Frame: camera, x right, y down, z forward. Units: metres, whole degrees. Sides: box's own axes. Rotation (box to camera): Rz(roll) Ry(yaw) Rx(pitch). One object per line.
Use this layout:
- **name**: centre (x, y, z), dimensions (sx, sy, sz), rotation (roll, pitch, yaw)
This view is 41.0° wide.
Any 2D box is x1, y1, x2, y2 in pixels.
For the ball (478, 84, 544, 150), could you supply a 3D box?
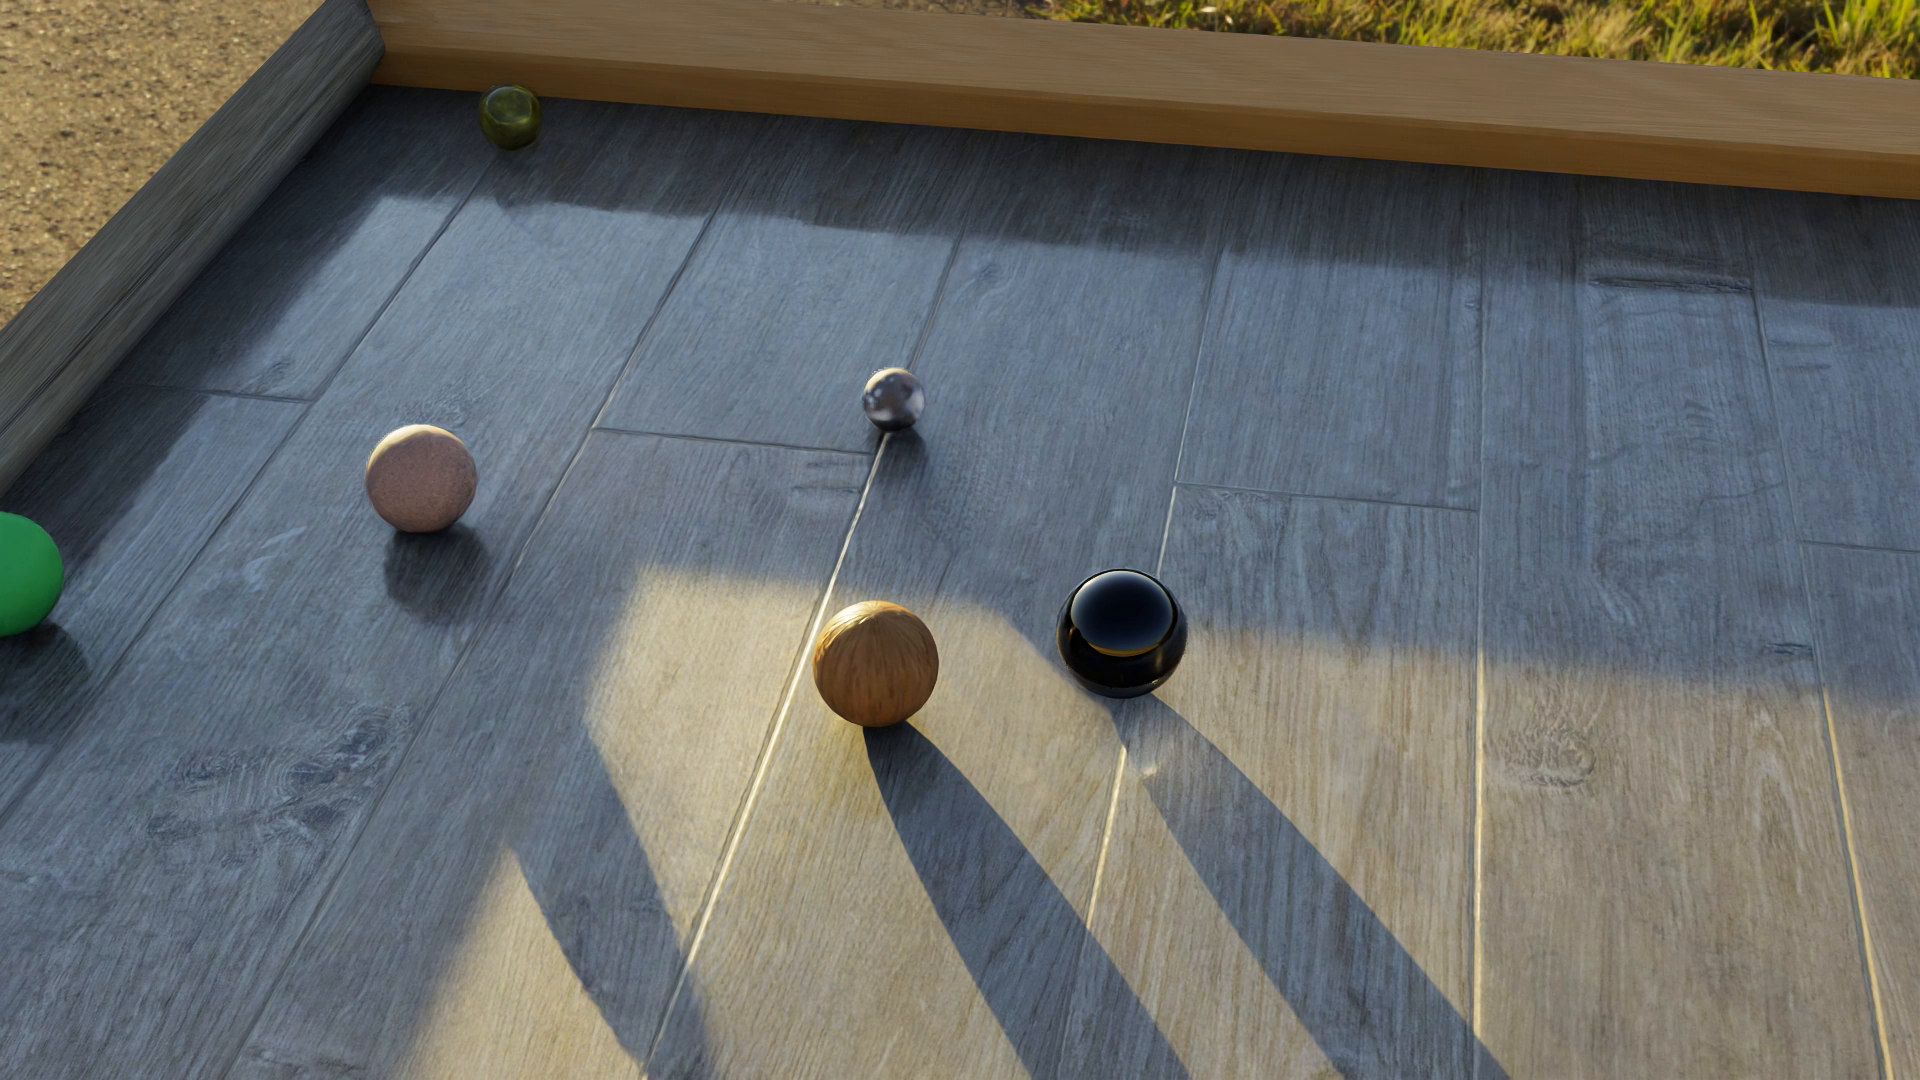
- **ball**: centre (-0.462, -0.435, 2.637), dimensions (0.067, 0.067, 0.067), rotation (0, 34, 0)

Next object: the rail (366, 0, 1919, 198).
- **rail**: centre (0.926, -0.382, 2.507), dimensions (3.198, 0.125, 0.045), rotation (6, 34, 8)

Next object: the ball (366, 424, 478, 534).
- **ball**: centre (-0.430, -0.048, 2.048), dimensions (0.087, 0.087, 0.087), rotation (0, 34, 0)

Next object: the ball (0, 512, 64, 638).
- **ball**: centre (-0.725, 0.026, 1.931), dimensions (0.096, 0.096, 0.096), rotation (0, 34, 0)

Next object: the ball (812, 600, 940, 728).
- **ball**: centre (-0.061, 0.089, 1.841), dimensions (0.091, 0.091, 0.091), rotation (0, 34, 0)

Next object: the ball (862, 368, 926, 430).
- **ball**: centre (-0.056, -0.119, 2.183), dimensions (0.053, 0.053, 0.053), rotation (0, 34, 0)

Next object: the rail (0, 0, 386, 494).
- **rail**: centre (-0.764, -0.093, 2.078), dimensions (0.045, 0.125, 1.651), rotation (6, 34, 8)

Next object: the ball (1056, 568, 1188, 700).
- **ball**: centre (0.117, 0.068, 1.868), dimensions (0.096, 0.096, 0.096), rotation (0, 34, 0)
